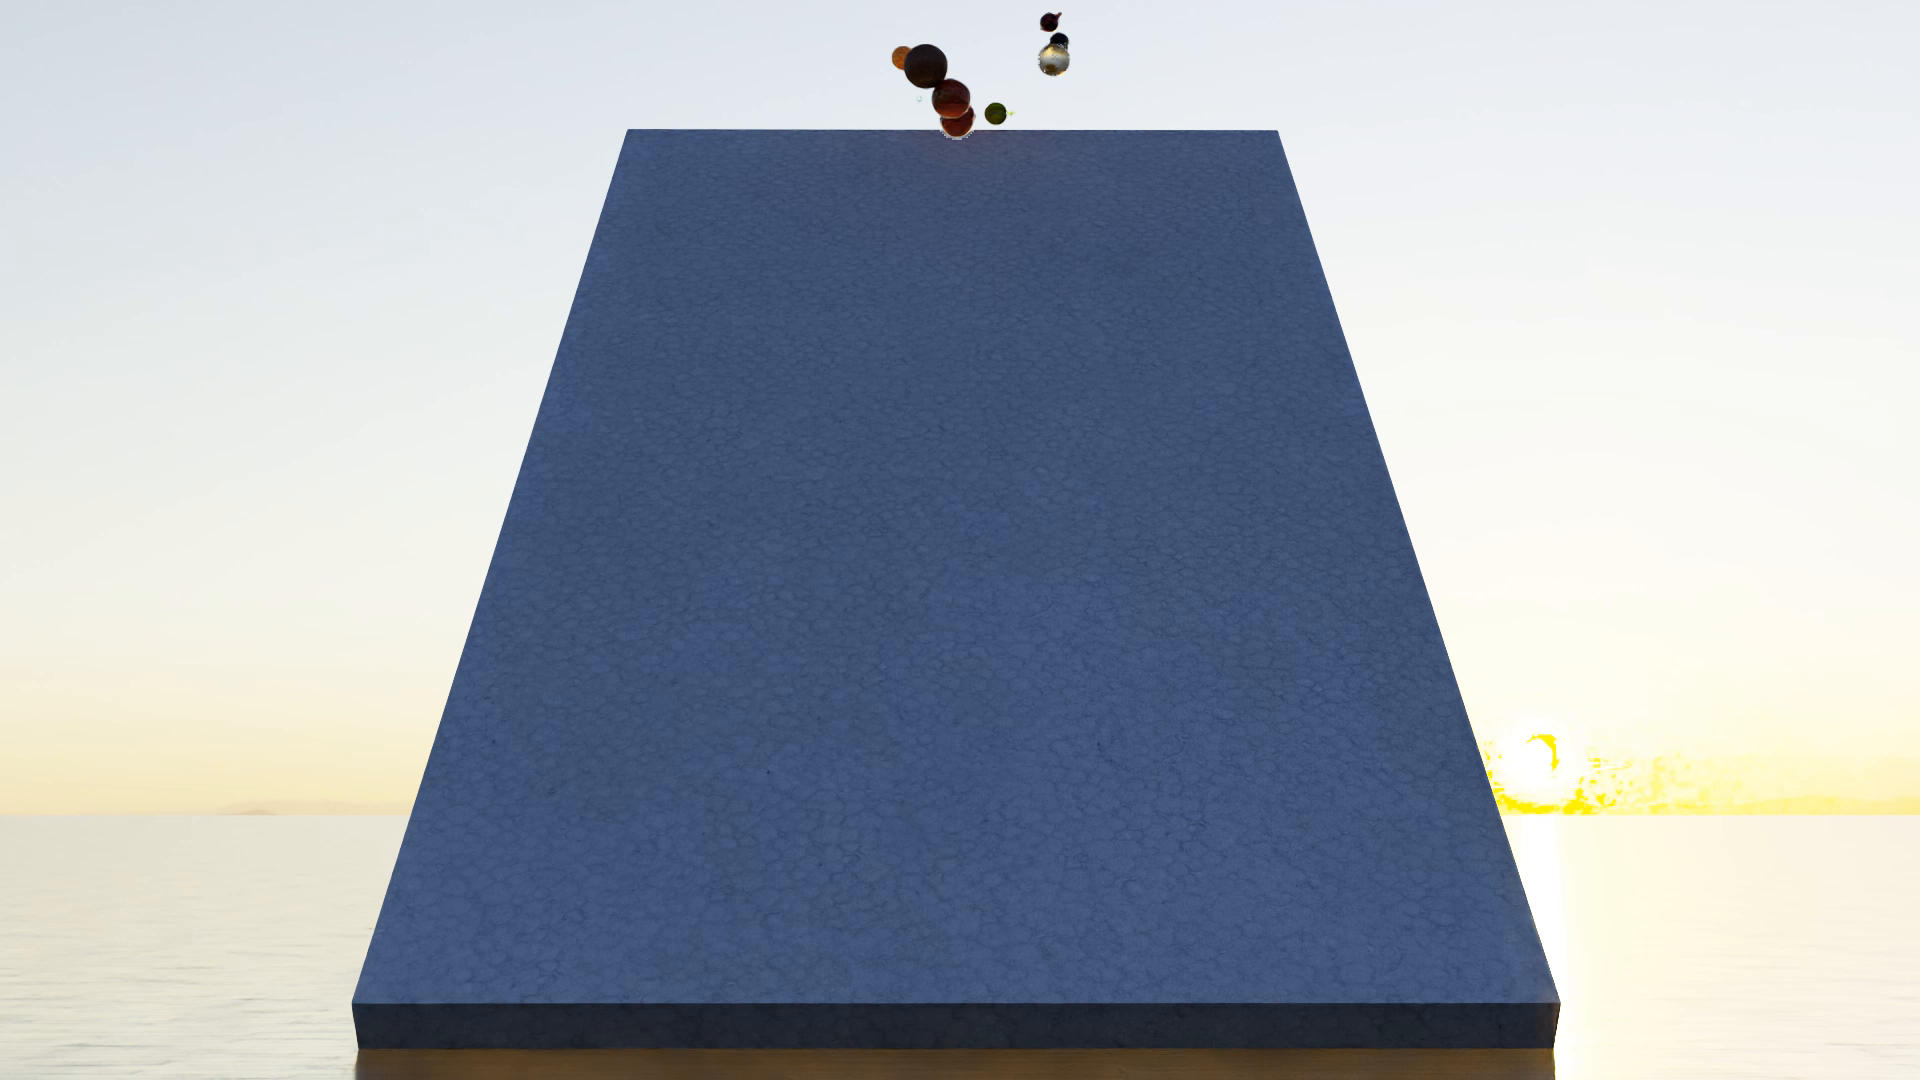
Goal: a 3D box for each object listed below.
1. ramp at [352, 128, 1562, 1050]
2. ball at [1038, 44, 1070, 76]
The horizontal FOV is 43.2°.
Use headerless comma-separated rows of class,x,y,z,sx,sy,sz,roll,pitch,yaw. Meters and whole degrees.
ramp,-0.014,-0.206,5.750,2.000,0.100,4.000,0,30,0
ball,0.273,-1.395,7.041,0.096,0.096,0.096,0,-6,0
